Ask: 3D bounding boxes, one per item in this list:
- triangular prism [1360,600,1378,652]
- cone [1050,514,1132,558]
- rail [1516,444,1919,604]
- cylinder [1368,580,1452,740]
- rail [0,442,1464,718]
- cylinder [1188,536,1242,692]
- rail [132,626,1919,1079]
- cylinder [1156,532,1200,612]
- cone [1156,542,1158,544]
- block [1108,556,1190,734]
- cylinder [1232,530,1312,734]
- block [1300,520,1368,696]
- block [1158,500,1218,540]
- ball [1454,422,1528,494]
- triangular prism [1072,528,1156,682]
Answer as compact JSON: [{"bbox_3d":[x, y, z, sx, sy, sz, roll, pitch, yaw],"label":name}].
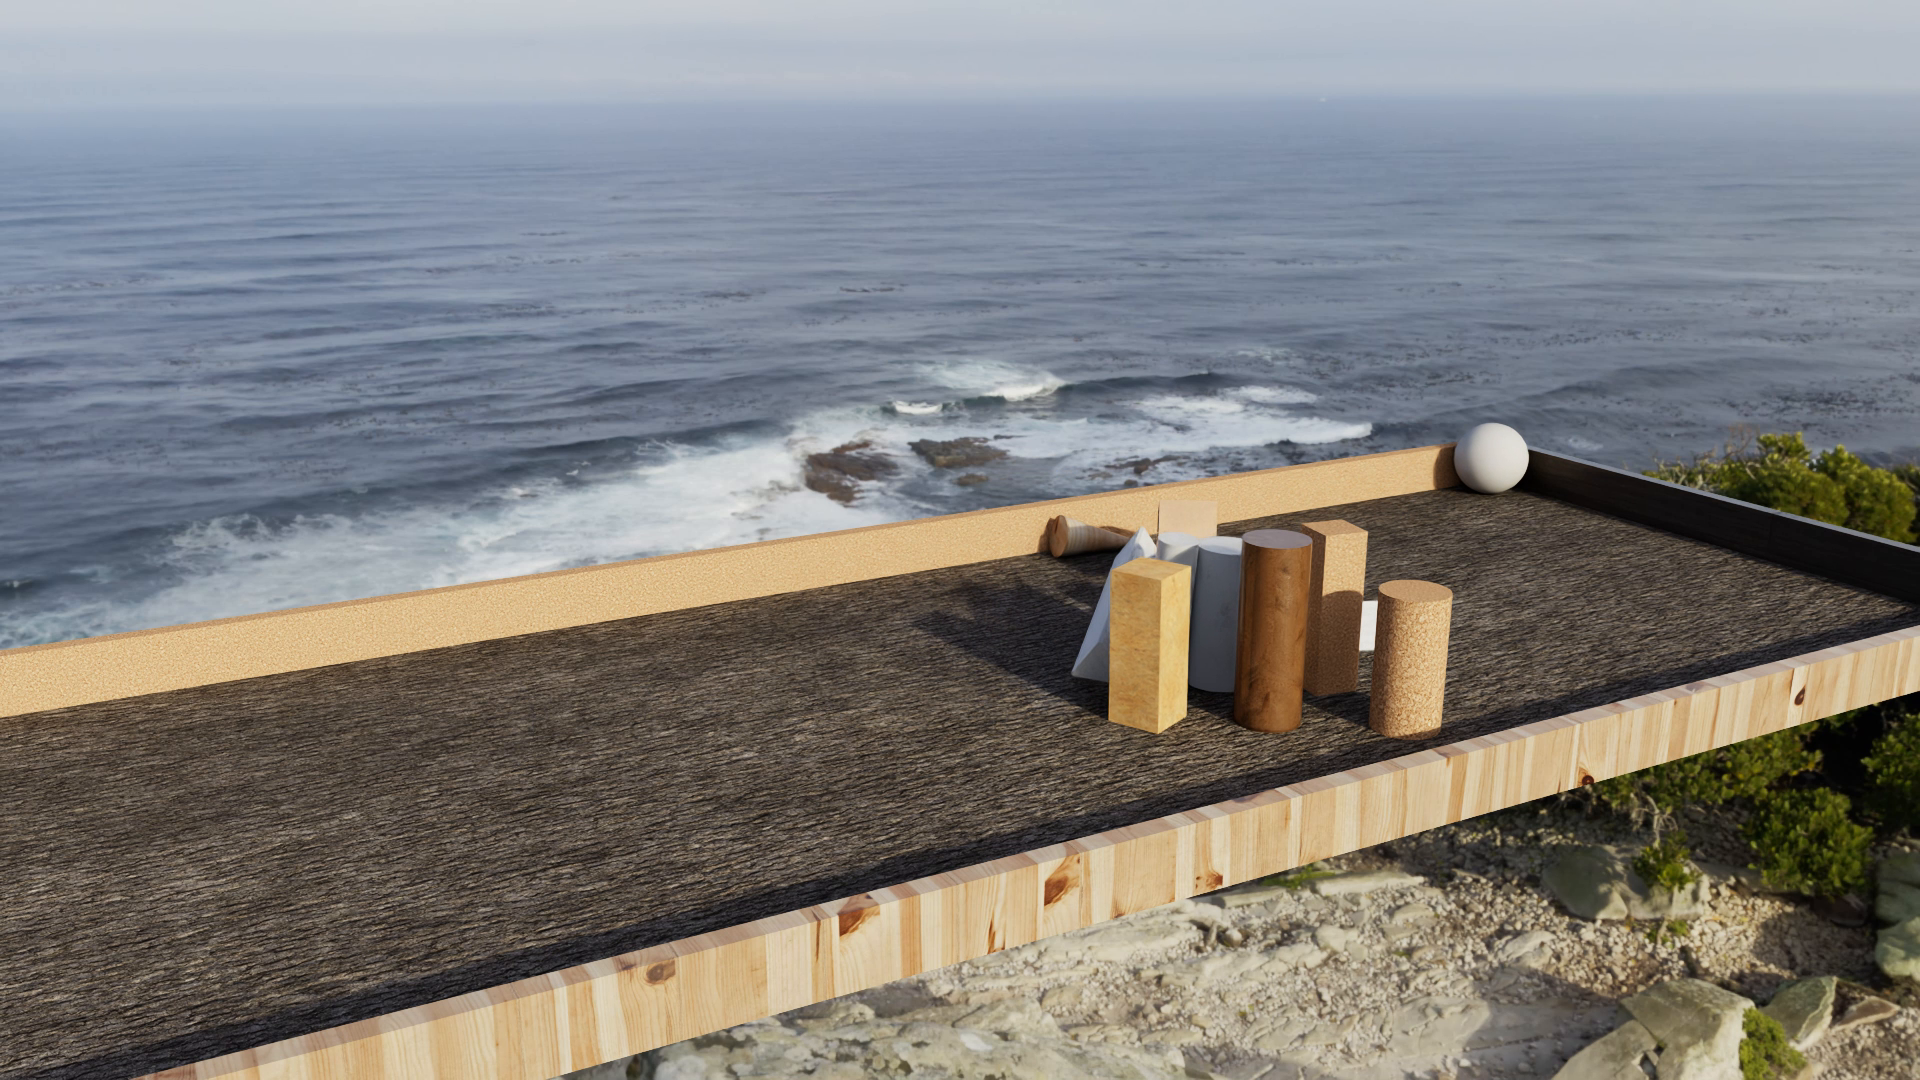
[{"bbox_3d":[1.008,0.220,4.389,0.380,0.117,0.135,-2,17,-6],"label":"triangular prism"},{"bbox_3d":[0.466,0.004,5.223,0.339,0.133,0.133,6,13,-21],"label":"cone"},{"bbox_3d":[2.466,-0.048,5.253,0.050,0.150,2.100,-9,18,-27],"label":"rail"},{"bbox_3d":[1.042,0.276,3.821,0.164,0.335,0.164,0,16,0],"label":"cylinder"},{"bbox_3d":[-3.305,0.497,3.399,12.000,0.150,0.050,-9,18,-27],"label":"rail"},{"bbox_3d":[0.650,0.184,4.088,0.157,0.355,0.157,2,17,-1],"label":"cylinder"},{"bbox_3d":[-2.336,1.006,1.665,12.000,0.150,0.050,-9,18,-27],"label":"rail"},{"bbox_3d":[0.520,0.174,4.078,0.102,0.378,0.102,3,20,-1],"label":"cylinder"},{"bbox_3d":[0.473,0.126,4.298,0.153,0.153,0.428,8,49,25],"label":"cone"},{"bbox_3d":[0.443,0.244,3.860,0.134,0.373,0.134,11,20,35],"label":"block"},{"bbox_3d":[0.727,0.212,3.842,0.159,0.447,0.159,0,16,0],"label":"cylinder"},{"bbox_3d":[0.908,0.167,4.060,0.115,0.410,0.115,-6,17,-19],"label":"block"},{"bbox_3d":[0.671,-0.018,4.903,0.163,0.163,0.396,2,-4,6],"label":"block"},{"bbox_3d":[1.898,-0.292,5.896,0.255,0.255,0.255,0,16,0],"label":"ball"},{"bbox_3d":[0.403,0.152,4.108,0.139,0.121,0.459,9,40,15],"label":"triangular prism"}]
